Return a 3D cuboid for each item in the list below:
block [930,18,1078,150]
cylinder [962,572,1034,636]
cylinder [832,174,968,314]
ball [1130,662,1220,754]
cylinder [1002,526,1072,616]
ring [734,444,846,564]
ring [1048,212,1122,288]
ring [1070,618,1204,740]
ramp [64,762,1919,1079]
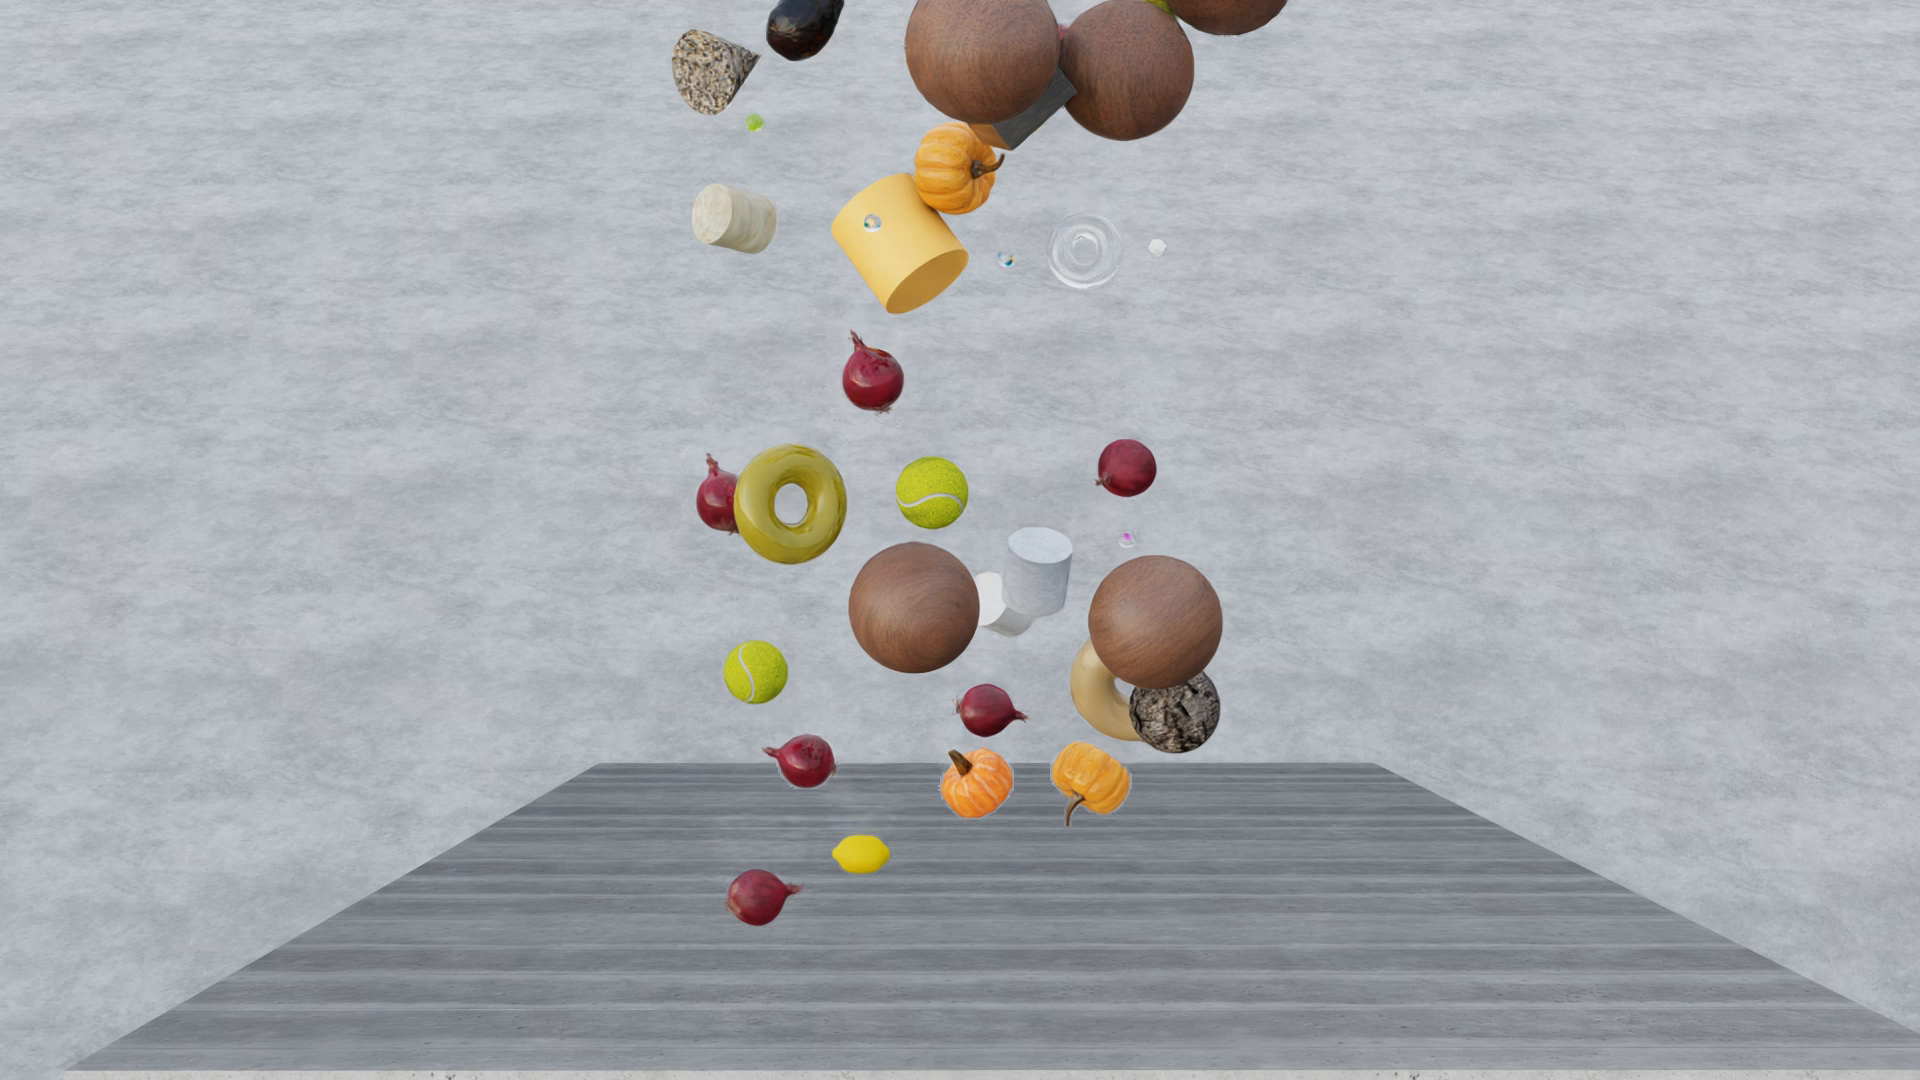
[{"bbox_3d":[0.039,-0.413,2.348,0.081,0.081,0.081,-43,22,-5],"label":"block"},{"bbox_3d":[0.046,0.075,3.007,0.063,0.063,0.063,26,1,36],"label":"cylinder"},{"bbox_3d":[-0.060,-0.295,2.581,0.099,0.099,0.099,-25,72,-35],"label":"cylinder"},{"bbox_3d":[0.221,0.172,2.664,0.094,0.094,0.094,0,31,0],"label":"ball"},{"bbox_3d":[0.081,0.033,2.728,0.068,0.068,0.068,5,33,-3],"label":"cylinder"},{"bbox_3d":[-0.161,-0.034,2.466,0.116,0.116,0.039,-18,11,-27],"label":"ring"},{"bbox_3d":[0.125,-0.289,2.591,0.077,0.077,0.026,9,1,14],"label":"ring"},{"bbox_3d":[0.190,0.149,2.768,0.145,0.145,0.048,-1,27,-2],"label":"ring"},{"bbox_3d":[0.069,0.613,4.686,2.000,0.100,4.000,0,0,0],"label":"ramp"}]
